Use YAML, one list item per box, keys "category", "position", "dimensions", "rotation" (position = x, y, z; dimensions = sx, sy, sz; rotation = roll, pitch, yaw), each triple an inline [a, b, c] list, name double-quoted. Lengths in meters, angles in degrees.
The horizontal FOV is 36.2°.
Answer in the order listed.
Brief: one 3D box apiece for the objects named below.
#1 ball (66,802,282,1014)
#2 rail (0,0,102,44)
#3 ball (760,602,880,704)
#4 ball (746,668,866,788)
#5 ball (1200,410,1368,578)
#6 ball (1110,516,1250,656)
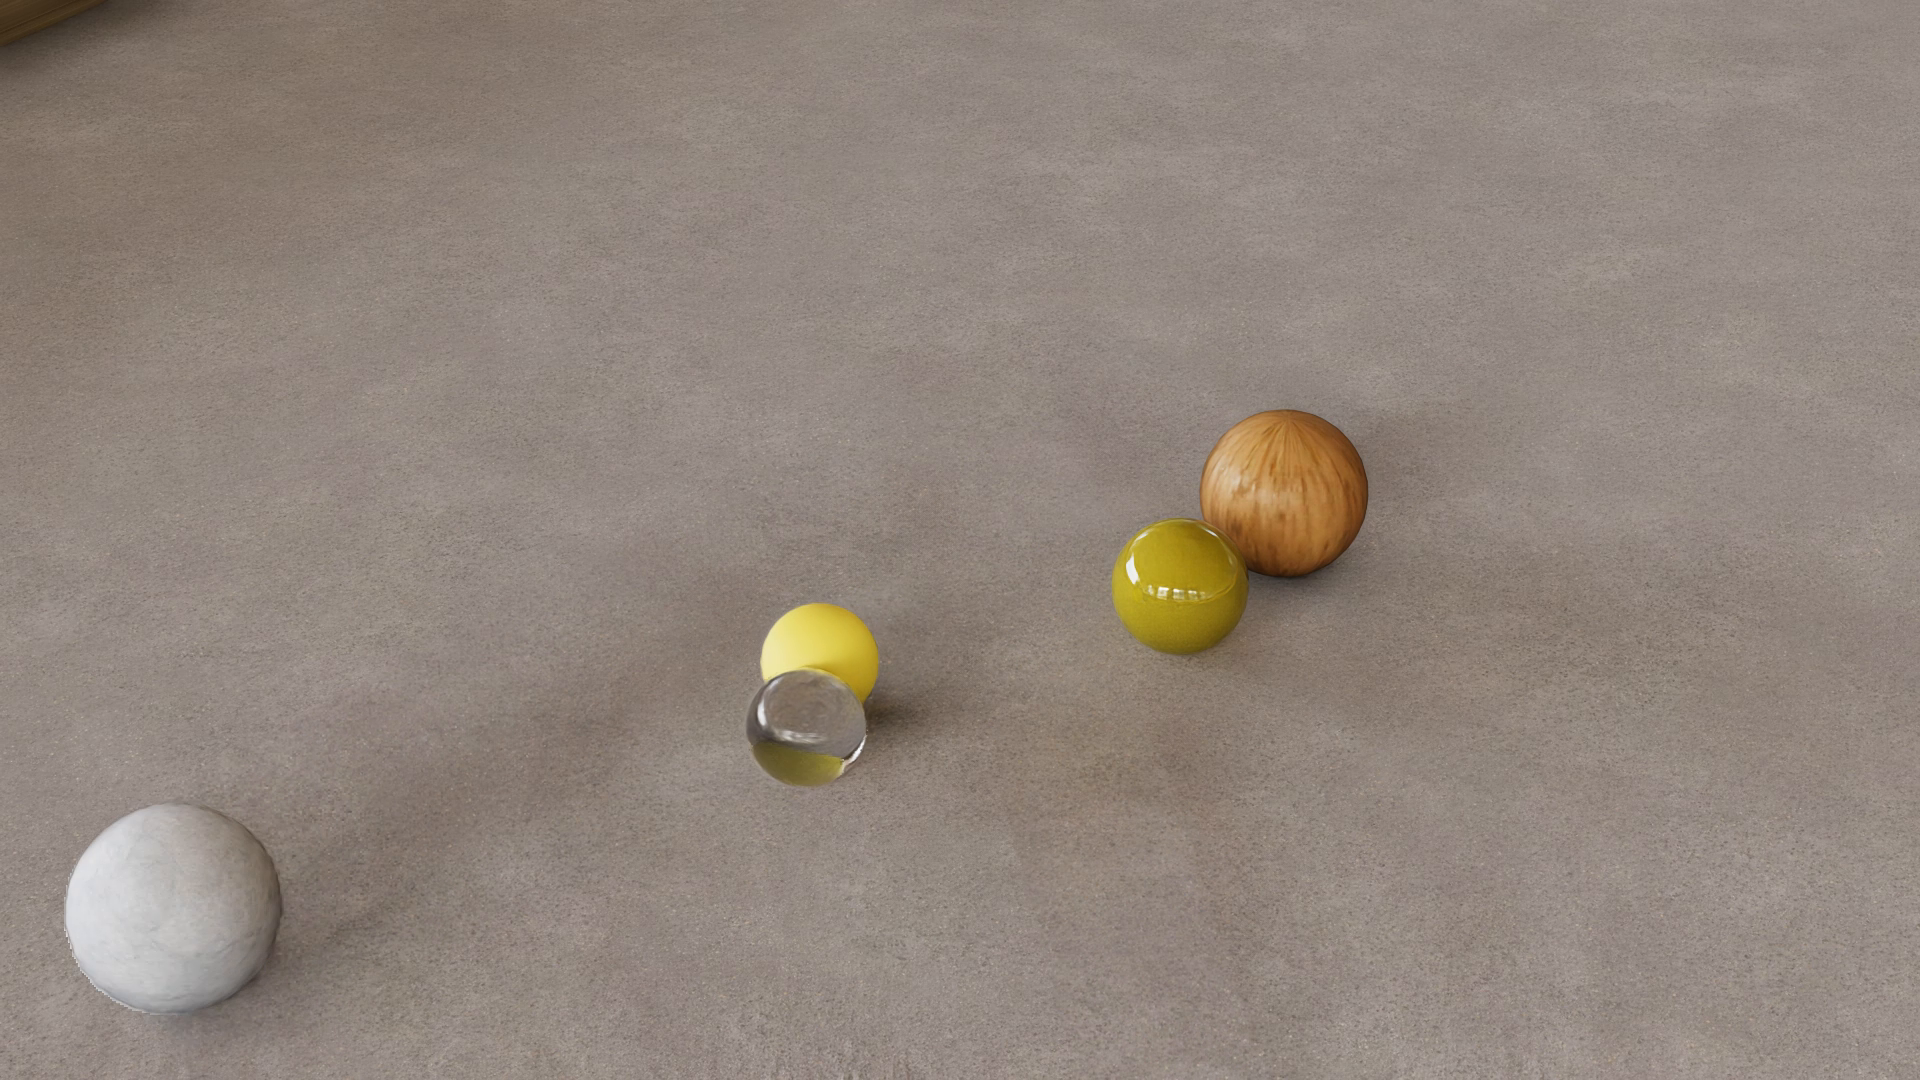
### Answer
- category: "ball"
  position: [-0.349, 0.163, 1.308]
  dimensions: [0.093, 0.093, 0.093]
  rotation: [0, 29, 0]
- category: "rail"
  position: [-0.496, -0.720, 2.854]
  dimensions: [0.045, 0.122, 4.214]
  rotation: [14, 32, 23]
- category: "ball"
  position: [-0.072, 0.063, 1.520]
  dimensions: [0.061, 0.061, 0.061]
  rotation: [0, 29, 0]
- category: "ball"
  position: [-0.077, 0.094, 1.466]
  dimensions: [0.060, 0.060, 0.060]
  rotation: [0, 29, 0]
- category: "ball"
  position: [0.181, -0.026, 1.645]
  dimensions: [0.094, 0.094, 0.094]
  rotation: [0, 29, 0]
- category: "ball"
  position: [0.118, 0.025, 1.576]
  dimensions: [0.074, 0.074, 0.074]
  rotation: [0, 29, 0]
